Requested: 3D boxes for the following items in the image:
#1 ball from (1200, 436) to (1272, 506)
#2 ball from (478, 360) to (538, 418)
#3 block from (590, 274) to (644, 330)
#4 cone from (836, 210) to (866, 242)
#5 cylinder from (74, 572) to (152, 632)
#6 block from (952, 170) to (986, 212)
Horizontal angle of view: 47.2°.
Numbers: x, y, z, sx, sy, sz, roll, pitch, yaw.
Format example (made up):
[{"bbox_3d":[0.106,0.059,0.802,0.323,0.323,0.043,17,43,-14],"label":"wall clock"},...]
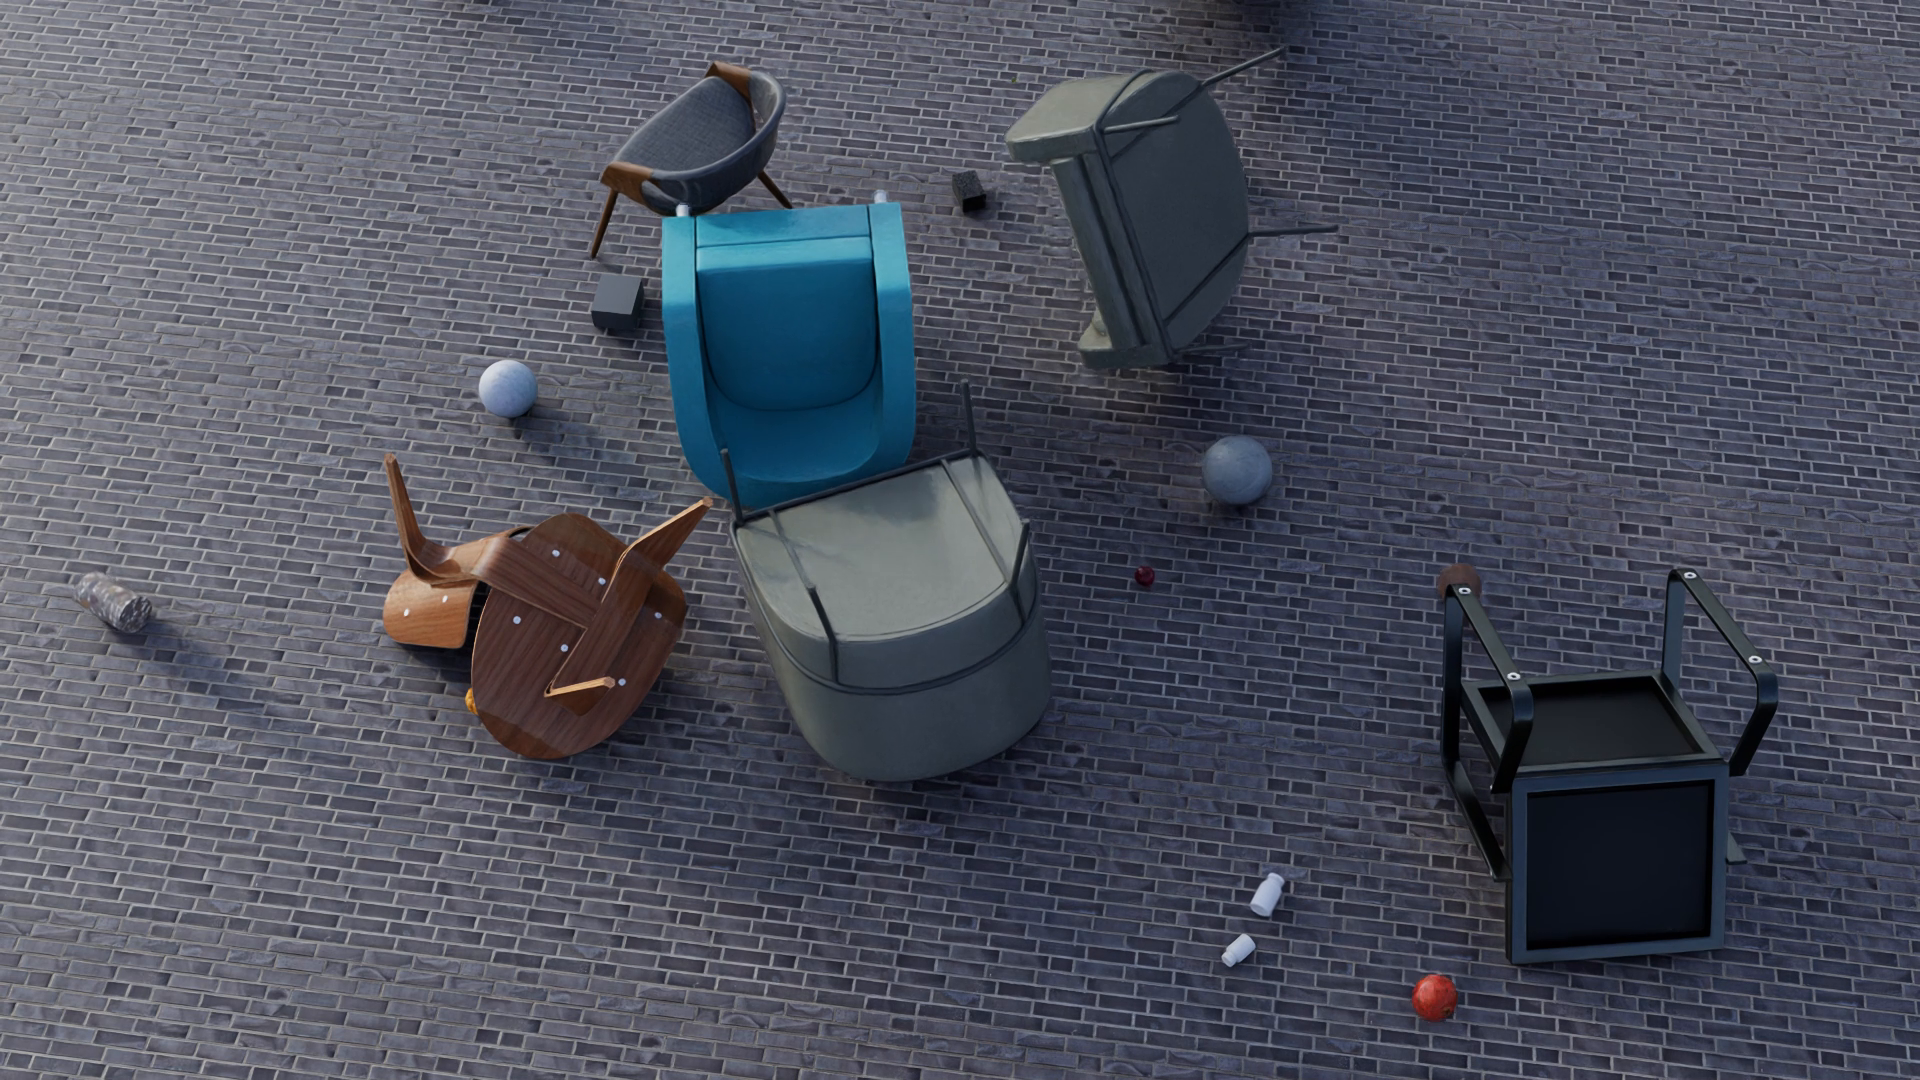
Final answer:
[{"bbox_3d":[0.829,-0.206,6.584,0.213,0.213,0.213,0,56,0],"label":"ball"},{"bbox_3d":[-1.392,-0.465,6.778,0.179,0.179,0.179,0,56,0],"label":"ball"},{"bbox_3d":[-1.095,-0.762,7.038,0.131,0.078,0.154,6,56,4],"label":"block"},{"bbox_3d":[-0.378,-1.011,7.224,0.095,0.094,0.162,-47,39,7],"label":"cone"},{"bbox_3d":[-2.454,0.180,6.374,0.172,0.134,0.113,26,78,16],"label":"cylinder"},{"bbox_3d":[0.029,-1.160,7.314,0.079,0.064,0.115,-15,57,-10],"label":"block"}]
